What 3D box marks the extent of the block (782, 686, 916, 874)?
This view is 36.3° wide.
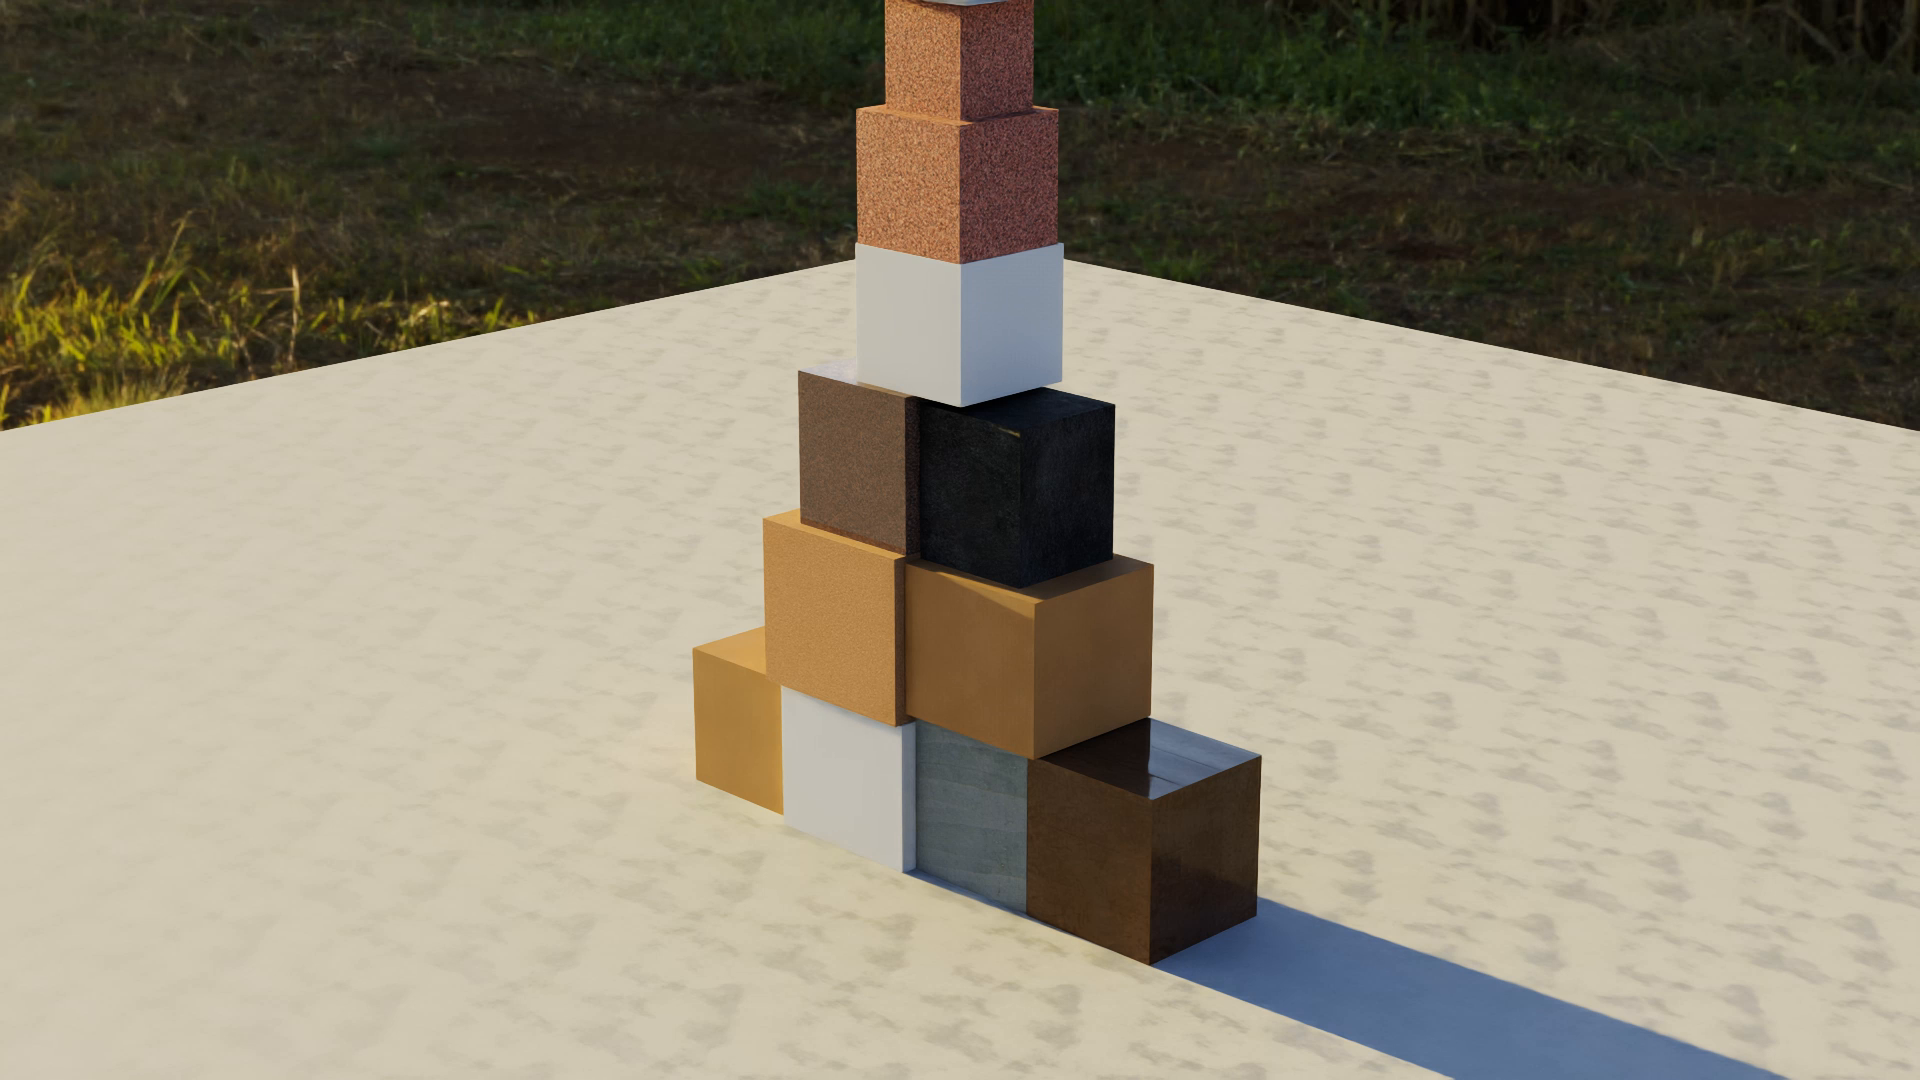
[{"bbox_3d":[-0.256,1.011,13.924,0.842,0.721,0.817,-17,24,-42],"label":"block"}]

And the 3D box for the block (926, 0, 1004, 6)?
[{"bbox_3d":[0.008,-2.641,12.520,0.650,0.596,0.697,-17,24,-42],"label":"block"}]

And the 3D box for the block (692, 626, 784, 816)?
[{"bbox_3d":[-0.807,0.860,14.451,0.706,0.694,0.717,-17,24,-42],"label":"block"}]

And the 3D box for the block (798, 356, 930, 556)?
[{"bbox_3d":[-0.228,-0.428,13.431,0.737,0.728,0.699,-17,24,-42],"label":"block"}]

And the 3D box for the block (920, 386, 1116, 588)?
[{"bbox_3d":[0.254,-0.257,13.001,0.601,0.715,0.614,-17,24,-42],"label":"block"}]

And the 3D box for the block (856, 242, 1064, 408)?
[{"bbox_3d":[-0.002,-1.010,13.022,0.642,0.627,0.657,-17,24,-42],"label":"block"}]

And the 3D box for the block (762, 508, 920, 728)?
[{"bbox_3d":[-0.298,0.281,13.717,0.865,0.796,0.882,-17,24,-42],"label":"block"}]

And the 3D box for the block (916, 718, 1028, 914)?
[{"bbox_3d":[0.303,1.145,13.411,0.725,0.774,0.702,-17,24,-42],"label":"block"}]

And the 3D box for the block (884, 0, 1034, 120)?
[{"bbox_3d":[-0.003,-2.114,12.674,0.448,0.502,0.459,-17,24,-42],"label":"block"}]

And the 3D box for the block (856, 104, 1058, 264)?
[{"bbox_3d":[-0.011,-1.589,12.830,0.610,0.593,0.634,-17,24,-42],"label":"block"}]

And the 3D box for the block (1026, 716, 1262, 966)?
[{"bbox_3d":[0.808,1.304,12.918,0.720,0.766,0.724,-17,24,-42],"label":"block"}]

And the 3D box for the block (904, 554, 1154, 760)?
[{"bbox_3d":[0.308,0.448,13.144,0.770,0.716,0.798,-17,24,-42],"label":"block"}]
